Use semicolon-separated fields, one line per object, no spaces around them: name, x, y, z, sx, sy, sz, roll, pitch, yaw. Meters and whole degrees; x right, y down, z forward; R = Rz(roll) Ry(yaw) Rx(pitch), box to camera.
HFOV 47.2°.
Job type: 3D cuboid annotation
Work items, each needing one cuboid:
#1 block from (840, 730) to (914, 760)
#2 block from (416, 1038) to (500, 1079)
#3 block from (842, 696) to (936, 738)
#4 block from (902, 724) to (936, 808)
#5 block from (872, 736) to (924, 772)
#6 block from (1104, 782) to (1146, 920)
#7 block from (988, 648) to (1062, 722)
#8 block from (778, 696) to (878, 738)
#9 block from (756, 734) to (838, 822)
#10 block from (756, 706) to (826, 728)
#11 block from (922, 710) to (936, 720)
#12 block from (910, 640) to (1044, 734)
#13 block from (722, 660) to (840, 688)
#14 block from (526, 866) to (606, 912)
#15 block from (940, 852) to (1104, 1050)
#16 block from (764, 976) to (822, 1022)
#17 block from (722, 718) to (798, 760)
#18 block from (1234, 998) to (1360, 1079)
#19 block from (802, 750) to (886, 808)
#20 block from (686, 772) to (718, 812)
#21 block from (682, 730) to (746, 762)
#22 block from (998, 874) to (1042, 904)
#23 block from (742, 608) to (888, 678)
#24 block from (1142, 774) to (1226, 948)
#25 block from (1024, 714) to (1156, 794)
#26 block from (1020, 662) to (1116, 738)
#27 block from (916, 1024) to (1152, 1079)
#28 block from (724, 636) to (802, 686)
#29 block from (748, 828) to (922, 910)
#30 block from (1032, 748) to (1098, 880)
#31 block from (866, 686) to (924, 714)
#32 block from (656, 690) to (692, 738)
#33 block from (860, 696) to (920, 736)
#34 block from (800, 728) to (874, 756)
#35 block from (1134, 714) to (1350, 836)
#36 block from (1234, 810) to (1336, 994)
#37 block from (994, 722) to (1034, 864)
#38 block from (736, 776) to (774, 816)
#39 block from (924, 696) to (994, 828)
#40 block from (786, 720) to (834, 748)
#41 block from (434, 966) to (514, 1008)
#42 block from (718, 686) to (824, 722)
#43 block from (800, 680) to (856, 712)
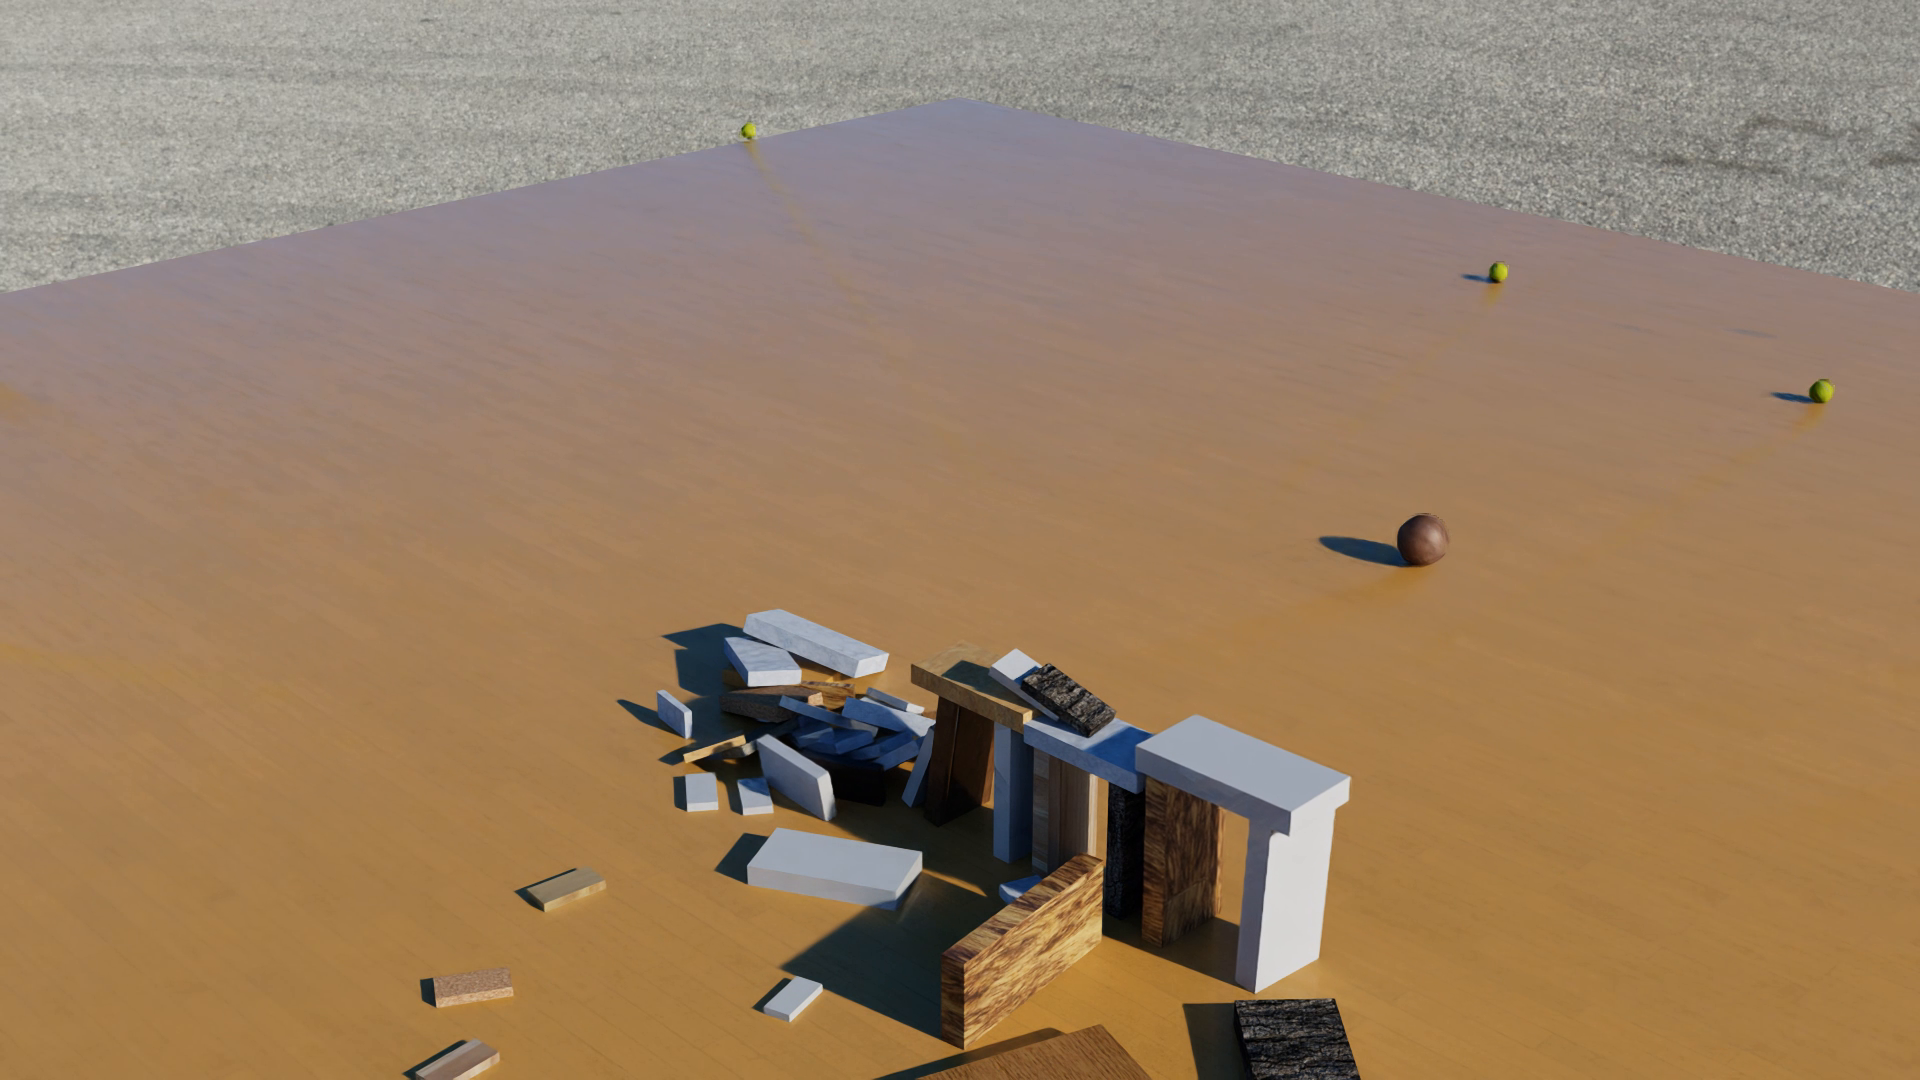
block;-0.182;0.436;4.591;0.088;0.025;0.176;-21;1;-38
block;-0.838;0.879;3.667;0.063;0.018;0.125;18;29;36
block;-0.084;0.395;4.647;0.301;0.043;0.150;14;-5;16
block;-0.044;0.443;4.452;0.106;0.211;0.030;-22;54;-41
block;-0.110;0.438;4.529;0.106;0.030;0.211;-20;-7;-43
block;0.334;0.555;4.094;0.140;0.280;0.040;-21;31;-41
block;0.145;0.275;4.181;0.166;0.023;0.083;34;39;21
block;-0.280;0.377;4.695;0.203;0.023;0.081;21;-5;-30
block;-0.333;0.483;4.482;0.030;0.106;0.212;-28;34;-31
block;-0.367;0.378;4.789;0.078;0.022;0.157;-20;15;-39
block;0.005;0.394;4.802;0.163;0.023;0.081;-7;24;-15
block;0.063;0.283;4.273;0.298;0.042;0.149;22;31;39
block;-0.405;0.309;4.989;0.239;0.034;0.120;12;26;26
block;-0.747;0.662;4.176;0.132;0.019;0.066;-18;29;-36
block;0.113;0.715;3.855;0.049;0.173;0.414;17;28;34
block;-0.292;0.803;3.849;0.053;0.015;0.106;12;26;26
block;-0.428;0.422;4.686;0.157;0.022;0.078;-28;10;-42
block;0.563;0.879;3.627;0.173;0.049;0.346;-1;23;-2
block;-0.240;0.487;4.497;0.176;0.088;0.025;9;30;20
block;-0.531;0.517;4.519;0.063;0.018;0.125;-3;23;-8
block;-0.519;0.436;4.646;0.132;0.019;0.066;-18;7;-6
block;0.147;0.685;4.116;0.083;0.023;0.166;-11;25;-24
block;-0.330;0.235;5.037;0.301;0.043;0.150;21;12;22
block;0.410;0.557;4.011;0.170;0.340;0.048;-21;30;-40
block;0.268;0.382;4.092;0.140;0.040;0.280;-21;31;-41
block;0.203;0.301;4.131;0.166;0.023;0.083;35;39;23
block;0.121;0.899;3.580;0.346;0.049;0.173;-11;25;-24
block;-0.446;0.272;4.954;0.120;0.034;0.239;-1;16;-19
block;-0.239;0.630;4.221;0.301;0.043;0.150;7;24;16
block;0.202;0.503;4.216;0.040;0.280;0.140;21;31;41
block;-0.144;0.356;4.863;0.121;0.017;0.061;19;-2;38
block;-0.621;0.379;4.788;0.018;0.063;0.125;-15;27;-32
block;-0.169;0.389;4.814;0.163;0.023;0.081;16;28;33
block;-0.262;0.425;4.637;0.088;0.025;0.176;-18;6;-29
block;0.493;0.409;3.861;0.340;0.048;0.170;20;30;40
block;0.573;0.616;3.872;0.170;0.340;0.048;-19;31;-37
block;0.133;0.466;4.280;0.042;0.298;0.149;21;31;41
block;-0.420;0.524;4.503;0.061;0.017;0.122;-4;23;-10
block;0.010;0.417;4.393;0.042;0.298;0.149;30;36;35
block;-0.321;0.410;4.685;0.078;0.022;0.157;-16;7;-12
block;-0.859;0.788;3.879;0.132;0.019;0.066;-6;24;-15
block;-0.414;0.352;4.807;0.120;0.034;0.239;-17;13;-35
block;-0.293;0.346;4.867;0.122;0.061;0.017;3;23;8
